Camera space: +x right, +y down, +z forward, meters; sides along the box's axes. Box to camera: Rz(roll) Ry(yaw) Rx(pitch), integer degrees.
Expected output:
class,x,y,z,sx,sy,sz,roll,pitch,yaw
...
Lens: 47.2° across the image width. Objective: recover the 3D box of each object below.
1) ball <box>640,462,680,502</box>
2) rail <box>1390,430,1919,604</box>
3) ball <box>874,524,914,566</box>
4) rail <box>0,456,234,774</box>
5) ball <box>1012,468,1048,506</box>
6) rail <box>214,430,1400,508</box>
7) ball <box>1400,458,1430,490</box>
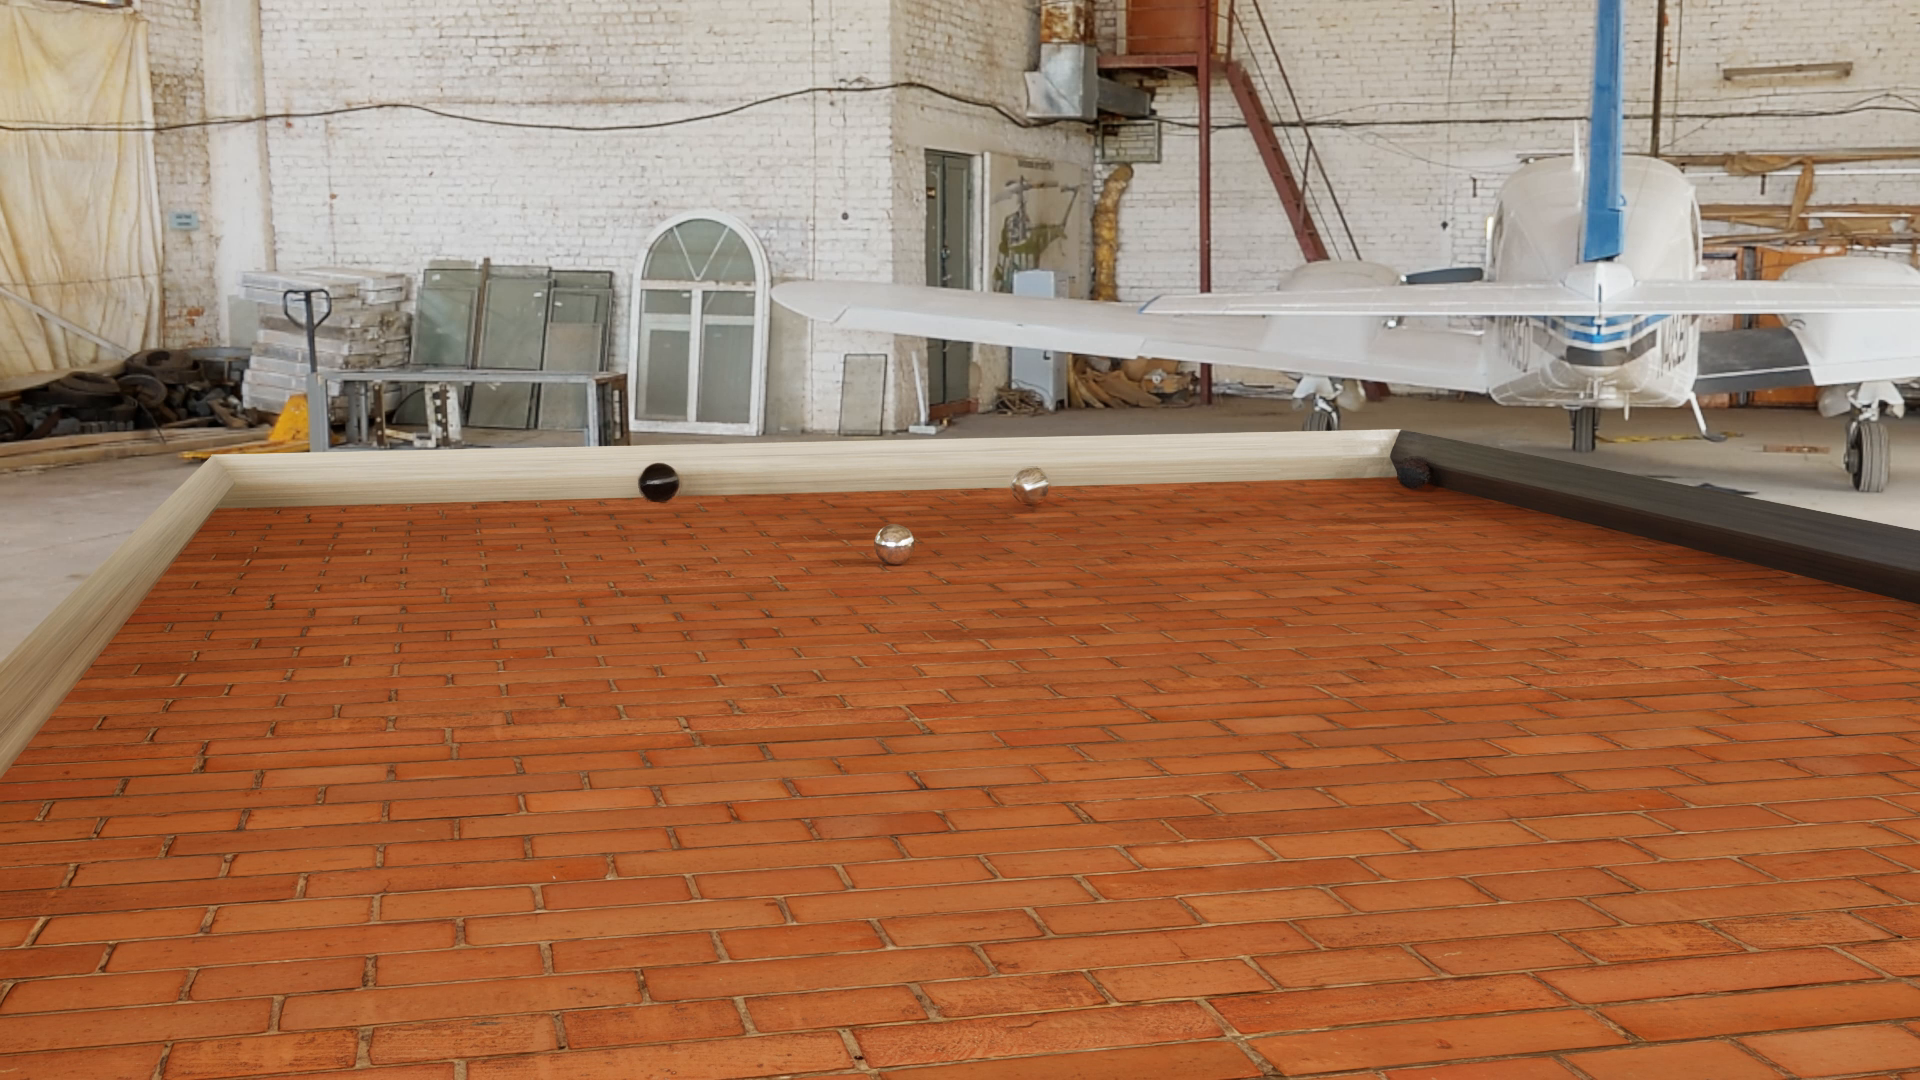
class,x,y,z,sx,sy,sz,roll,pitch,yaw
ball,-0.605,-0.115,4.424,0.081,0.081,0.081,0,8,0
rail,1.446,0.083,2.871,0.045,0.105,4.203,-2,8,-13
ball,-0.106,0.008,3.574,0.067,0.067,0.067,0,8,0
rail,-0.959,0.160,2.303,0.045,0.105,4.203,-2,8,-13
ball,0.139,-0.106,4.377,0.075,0.075,0.075,0,8,0
rail,-0.238,-0.151,4.589,2.520,0.105,0.045,-2,8,-13
ball,0.964,-0.140,4.664,0.065,0.065,0.065,0,8,0
